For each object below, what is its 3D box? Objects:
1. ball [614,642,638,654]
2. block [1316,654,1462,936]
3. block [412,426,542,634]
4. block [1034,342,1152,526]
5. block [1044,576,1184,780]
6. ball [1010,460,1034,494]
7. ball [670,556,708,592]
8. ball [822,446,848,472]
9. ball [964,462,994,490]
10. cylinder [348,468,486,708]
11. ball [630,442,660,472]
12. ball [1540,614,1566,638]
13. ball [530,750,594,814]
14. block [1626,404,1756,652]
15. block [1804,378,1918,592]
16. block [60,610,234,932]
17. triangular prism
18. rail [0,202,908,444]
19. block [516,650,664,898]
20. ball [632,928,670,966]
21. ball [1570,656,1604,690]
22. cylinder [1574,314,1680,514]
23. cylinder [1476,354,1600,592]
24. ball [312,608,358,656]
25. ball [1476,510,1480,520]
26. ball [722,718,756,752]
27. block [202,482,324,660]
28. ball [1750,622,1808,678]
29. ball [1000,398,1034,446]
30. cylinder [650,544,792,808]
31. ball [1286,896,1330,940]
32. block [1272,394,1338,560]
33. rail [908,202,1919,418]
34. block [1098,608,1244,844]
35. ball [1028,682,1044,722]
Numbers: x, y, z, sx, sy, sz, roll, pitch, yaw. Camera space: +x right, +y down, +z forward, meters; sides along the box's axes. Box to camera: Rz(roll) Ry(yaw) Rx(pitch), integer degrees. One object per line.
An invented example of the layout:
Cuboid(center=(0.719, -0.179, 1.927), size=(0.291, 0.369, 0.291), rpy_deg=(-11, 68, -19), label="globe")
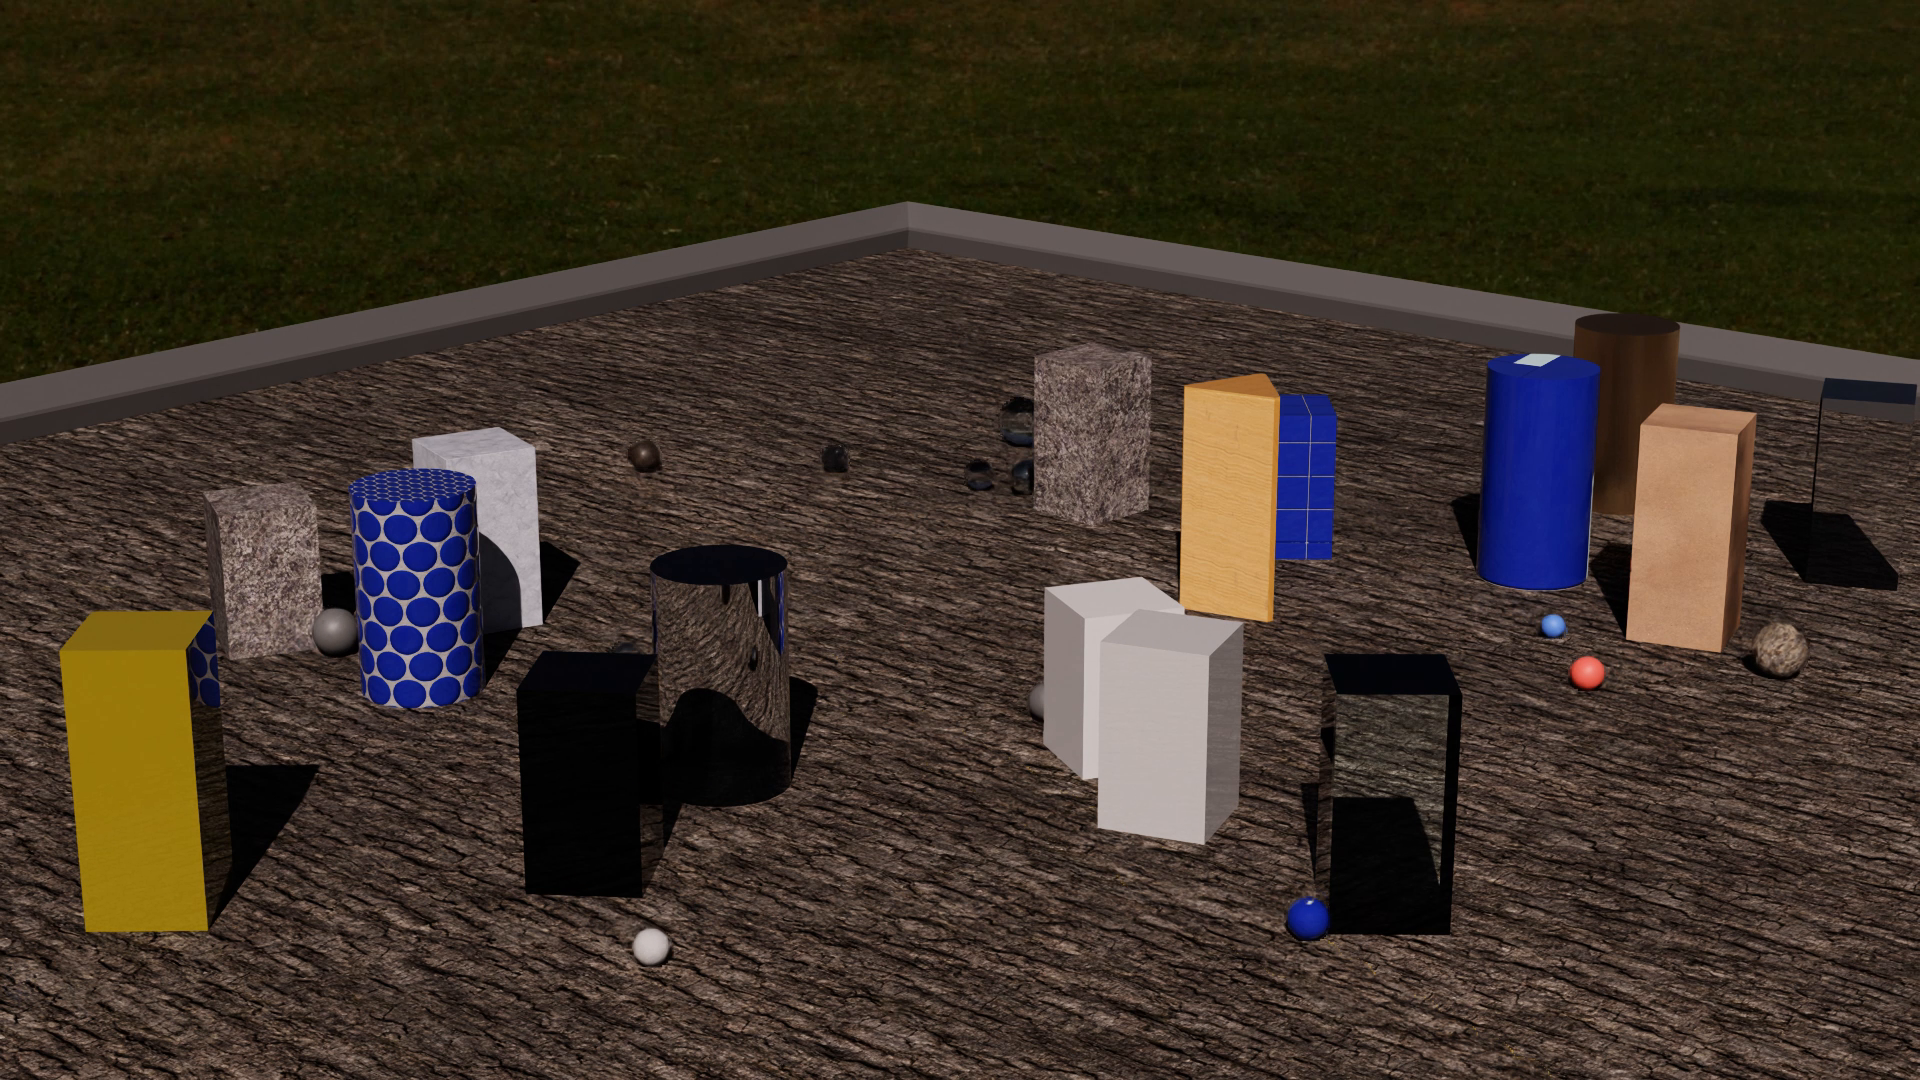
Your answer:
Cuboid(center=(-0.542, 0.186, 4.758), size=(0.042, 0.042, 0.042), rpy_deg=(0, 17, 0), label="ball")
Cuboid(center=(0.552, 0.328, 3.795), size=(0.157, 0.327, 0.157), rpy_deg=(0, 17, 1), label="block")
Cuboid(center=(-0.816, -0.014, 4.958), size=(0.157, 0.311, 0.157), rpy_deg=(-10, 19, -29), label="block")
Cuboid(center=(0.252, -0.204, 5.602), size=(0.157, 0.303, 0.157), rpy_deg=(16, 23, 43), label="block")
Cuboid(center=(0.226, 0.203, 4.348), size=(0.157, 0.248, 0.157), rpy_deg=(-6, 18, -19), label="block")
Cuboid(center=(0.131, -0.123, 5.739), size=(0.068, 0.068, 0.068), rpy_deg=(0, 17, 0), label="ball")
Cuboid(center=(-0.474, 0.060, 5.138), size=(0.065, 0.065, 0.065), rpy_deg=(0, 17, 0), label="ball")
Cuboid(center=(-0.251, -0.162, 5.897), size=(0.053, 0.053, 0.053), rpy_deg=(0, 17, 0), label="ball")
Cuboid(center=(0.038, -0.127, 5.771), size=(0.057, 0.057, 0.057), rpy_deg=(0, 17, 0), label="ball")
Cuboid(center=(-0.855, 0.074, 4.625), size=(0.196, 0.334, 0.196), rpy_deg=(0, 17, 0), label="cylinder")
Cuboid(center=(-0.634, -0.168, 5.902), size=(0.061, 0.061, 0.061), rpy_deg=(0, 17, 0), label="ball")
Cuboid(center=(0.992, 0.144, 4.903), size=(0.041, 0.041, 0.041), rpy_deg=(0, 17, 0), label="ball")
Cuboid(center=(-0.564, 0.342, 4.156), size=(0.092, 0.092, 0.092), rpy_deg=(0, 17, 0), label="ball")
Cuboid(center=(1.217, -0.022, 4.881), size=(0.157, 0.371, 0.157), rpy_deg=(8, 18, 24), label="block")
Cuboid(center=(1.597, -0.100, 5.197), size=(0.157, 0.337, 0.157), rpy_deg=(6, 18, 18), label="block")
Cuboid(center=(-1.049, 0.298, 3.797), size=(0.157, 0.383, 0.157), rpy_deg=(0, 17, -1), label="block")
Cuboid(center=(0.487, -0.079, 5.033), size=(0.170, 0.393, 0.147), rpy_deg=(9, 19, 26), label="triangular prism")
Cuboid(center=(-1.622, -0.375, 6.469), size=(0.045, 0.127, 4.558), rpy_deg=(14, 22, 39), label="rail")
Cuboid(center=(-0.492, 0.312, 3.918), size=(0.157, 0.287, 0.157), rpy_deg=(1, 17, 5), label="block")
Cuboid(center=(-0.387, 0.510, 3.676), size=(0.047, 0.047, 0.047), rpy_deg=(0, 17, 0), label="ball")
Cuboid(center=(0.997, 0.211, 4.656), size=(0.054, 0.054, 0.054), rpy_deg=(0, 17, 0), label="ball")
Cuboid(center=(1.275, -0.244, 5.652), size=(0.196, 0.351, 0.196), rpy_deg=(0, 17, 0), label="cylinder")
Cuboid(center=(1.022, -0.121, 5.190), size=(0.196, 0.382, 0.196), rpy_deg=(0, 17, 0), label="cylinder")
Cuboid(center=(-1.025, 0.150, 4.817), size=(0.078, 0.078, 0.078), rpy_deg=(0, 17, 0), label="ball")
Cuboid(center=(0.995, -0.041, 5.500), size=(0.050, 0.050, 0.050), rpy_deg=(0, 17, 0), label="ball")
Cuboid(center=(-0.330, 0.292, 4.391), size=(0.052, 0.052, 0.052), rpy_deg=(0, 17, 0), label="ball")
Cuboid(center=(-1.154, 0.049, 4.862), size=(0.157, 0.245, 0.157), rpy_deg=(-7, 18, -22), label="block")
Cuboid(center=(1.316, 0.177, 4.710), size=(0.088, 0.088, 0.088), rpy_deg=(0, 17, 0), label="ball")
Cuboid(center=(0.132, -0.245, 6.094), size=(0.098, 0.098, 0.098), rpy_deg=(0, 17, 0), label="ball")
Cuboid(center=(-0.344, 0.194, 4.231), size=(0.196, 0.332, 0.196), rpy_deg=(0, 17, 0), label="cylinder")
Cuboid(center=(0.445, 0.484, 3.750), size=(0.055, 0.055, 0.055), rpy_deg=(0, 17, 0), label="ball")
Cuboid(center=(0.598, -0.117, 5.371), size=(0.157, 0.269, 0.157), rpy_deg=(0, 17, 0), label="block")
Cuboid(center=(1.479, -0.460, 6.751), size=(4.344, 0.127, 0.045), rpy_deg=(14, 22, 39), label="rail")
Cuboid(center=(0.296, 0.260, 4.112), size=(0.157, 0.276, 0.157), rpy_deg=(7, 18, 22), label="block")
Cuboid(center=(0.136, 0.249, 4.517), size=(0.061, 0.061, 0.061), rpy_deg=(0, 17, 0), label="ball")
